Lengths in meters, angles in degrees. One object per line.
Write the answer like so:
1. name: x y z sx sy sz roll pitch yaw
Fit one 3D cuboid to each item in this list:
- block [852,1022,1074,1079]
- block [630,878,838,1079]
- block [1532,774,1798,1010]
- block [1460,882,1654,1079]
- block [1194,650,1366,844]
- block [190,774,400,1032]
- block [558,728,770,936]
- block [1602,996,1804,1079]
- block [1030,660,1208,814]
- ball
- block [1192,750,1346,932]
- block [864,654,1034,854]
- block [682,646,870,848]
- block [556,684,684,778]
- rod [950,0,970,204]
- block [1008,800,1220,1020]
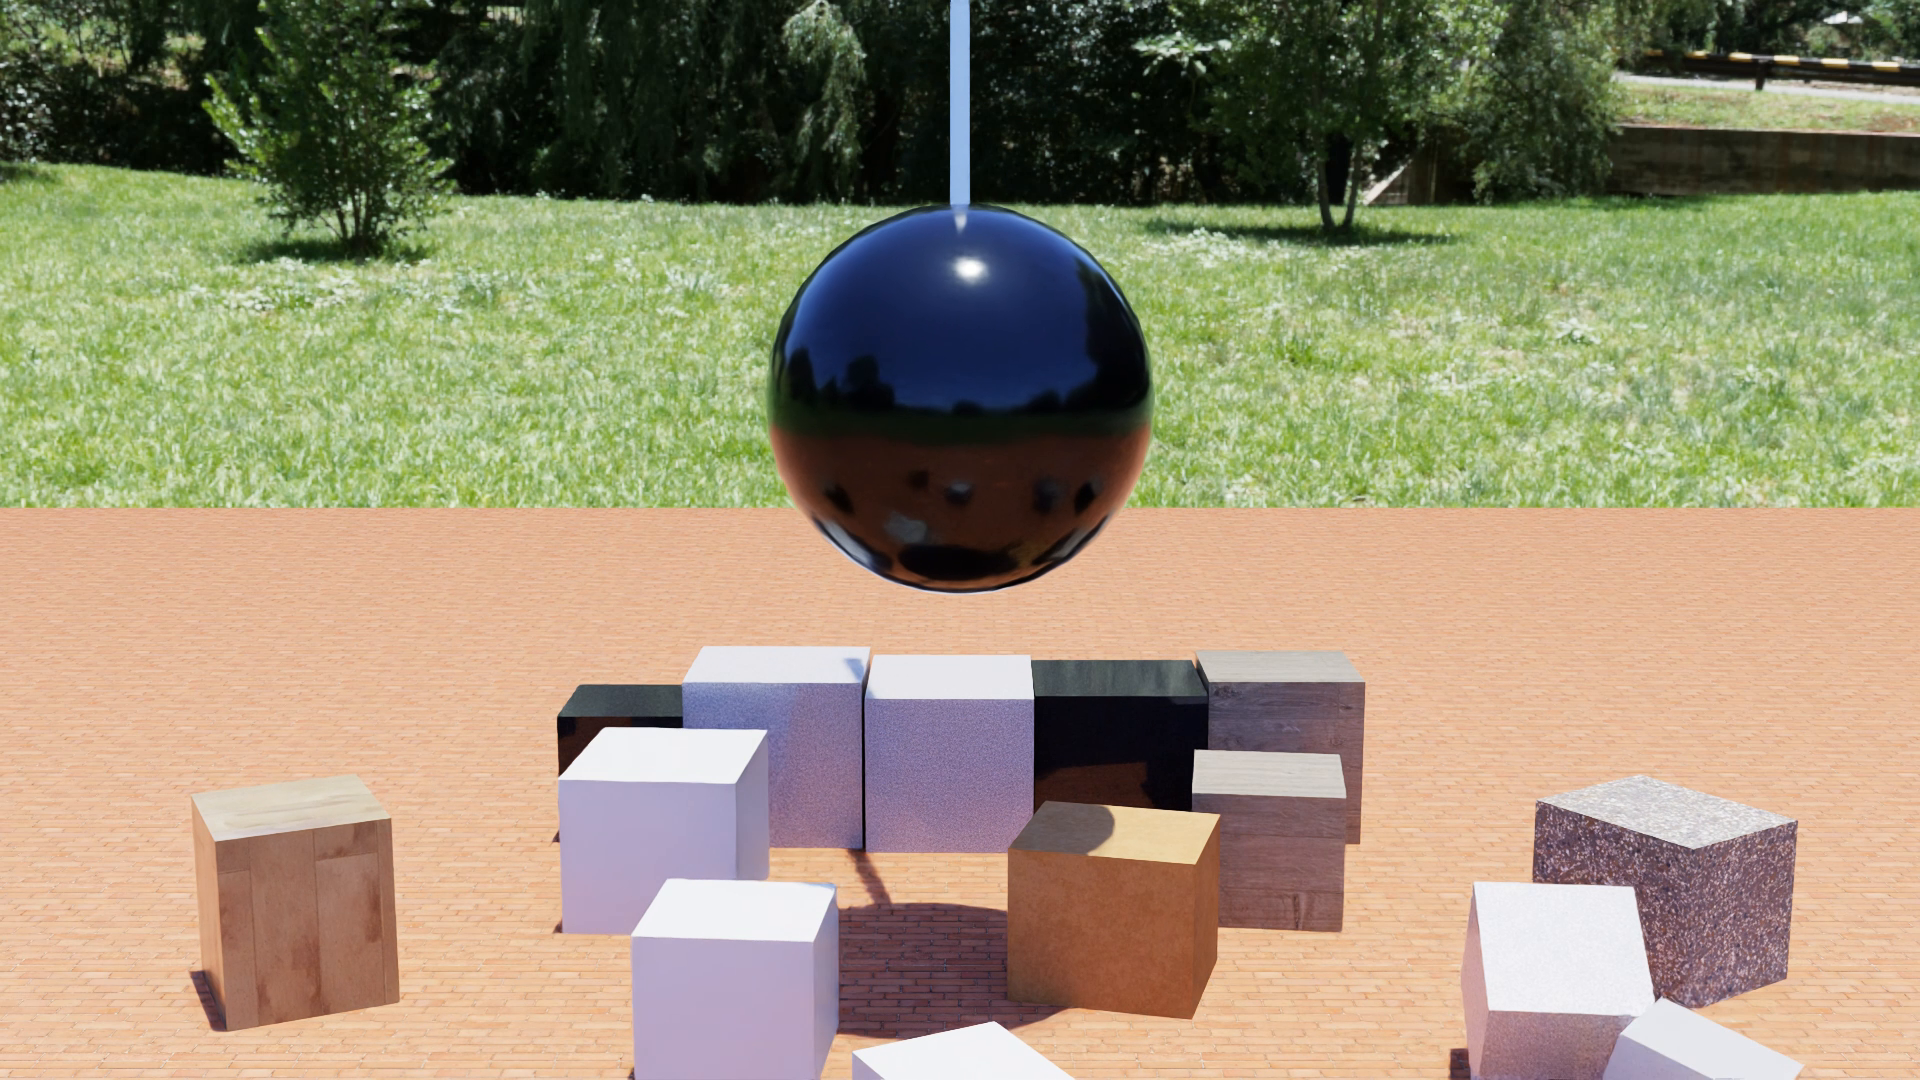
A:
1. block: 0.026 1.971 6.893 0.517 0.656 0.601 -5 12 -27
2. block: -0.855 1.710 8.505 0.685 0.593 0.644 1 10 5
3. block: 2.997 1.491 9.409 0.682 0.700 0.816 -7 12 -34
4. block: 2.196 1.685 8.132 0.580 0.552 0.601 1 39 6
5. block: 1.631 1.062 11.368 0.779 0.844 0.686 0 10 0
6. block: -2.774 1.489 9.162 0.686 0.793 0.709 -5 11 -26
7. block: -1.351 1.339 10.190 0.793 0.720 0.882 1 10 4
8. block: 2.427 1.903 7.330 0.503 0.467 0.520 24 15 29
9. block: 0.803 1.091 11.381 0.858 0.781 0.777 0 10 0
10. ball: 0.000 -0.573 9.014 1.600 1.600 1.600 0 10 0
11. block: 1.420 1.384 10.201 0.684 0.627 0.710 1 10 7
12. block: -0.048 1.089 11.359 0.835 0.793 0.934 0 10 1
13. block: -0.926 1.057 11.362 0.890 0.856 0.788 0 10 1
14. block: -1.701 1.149 11.406 0.639 0.658 0.664 0 10 0
15. rod: 0.000 -3.927 9.573 0.080 5.200 0.080 0 -9 0
16. block: 0.656 1.540 9.259 0.770 0.656 0.684 3 11 15
